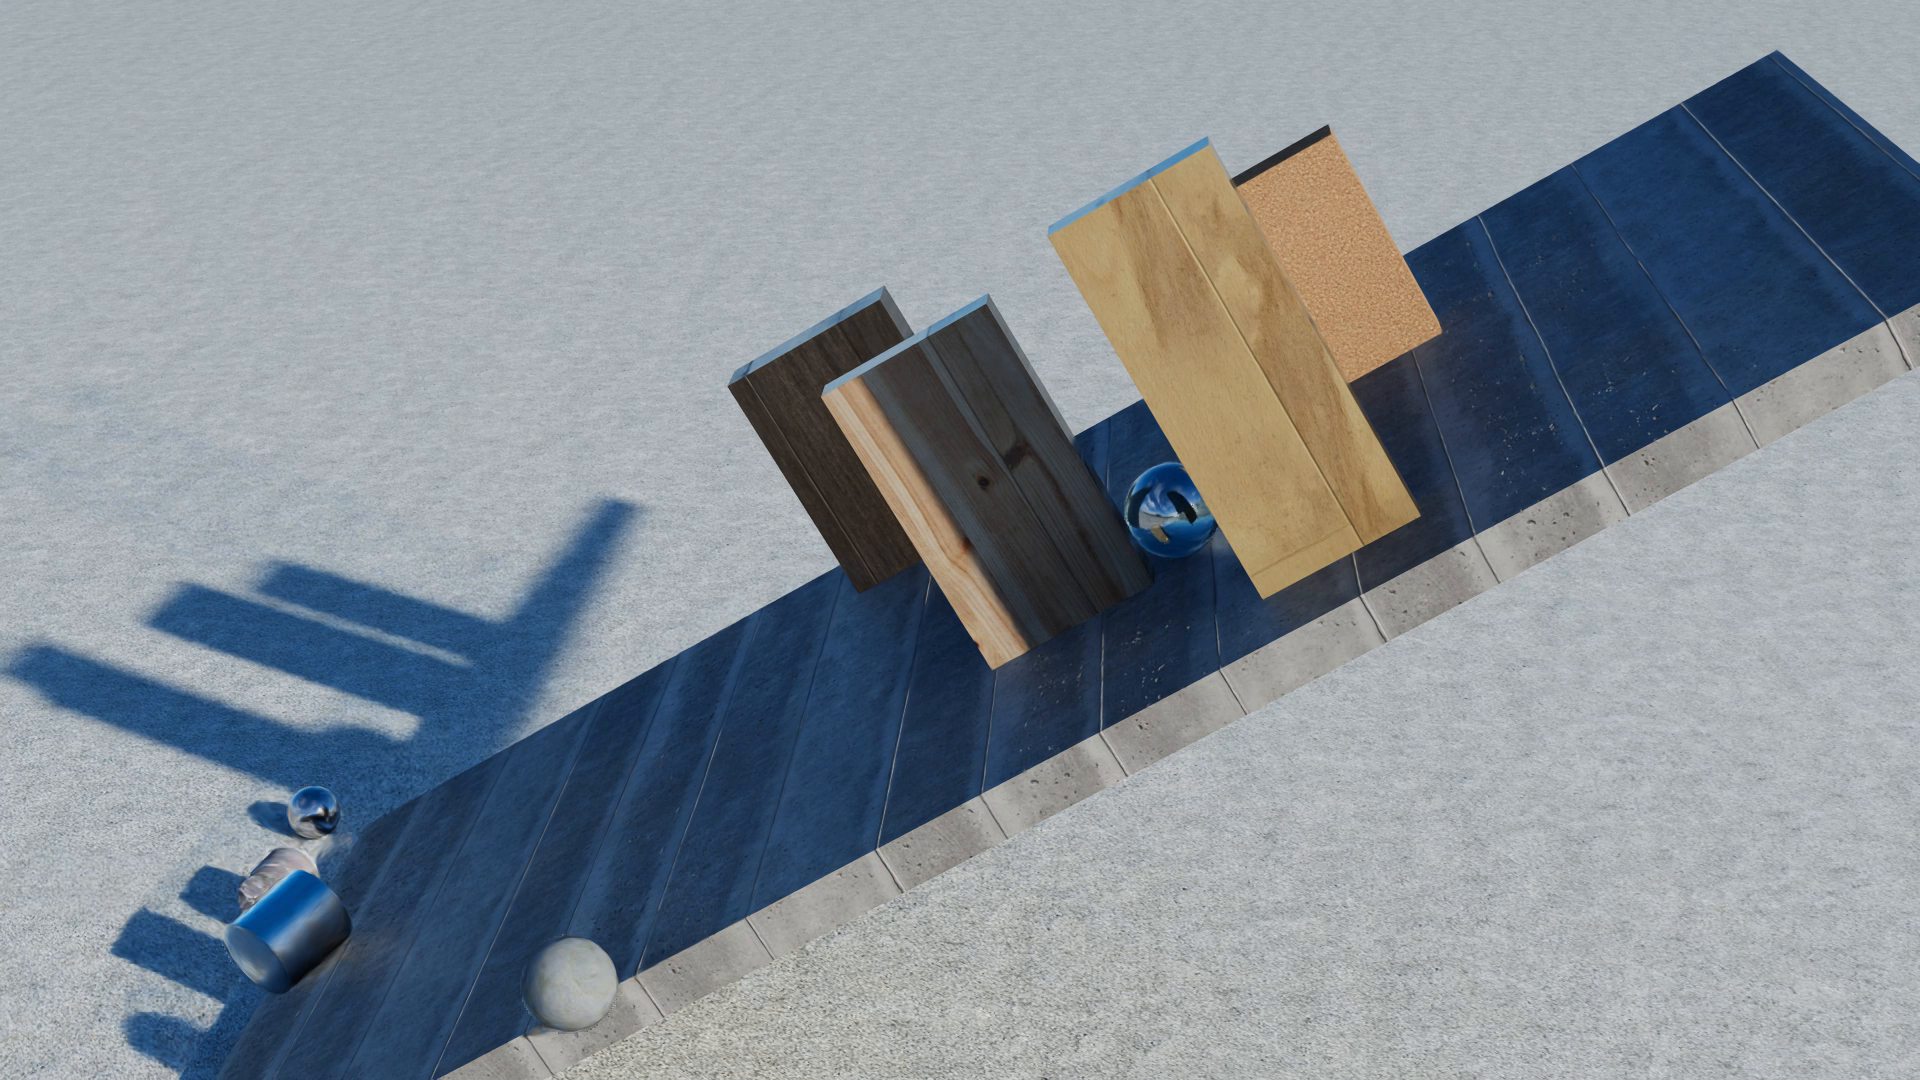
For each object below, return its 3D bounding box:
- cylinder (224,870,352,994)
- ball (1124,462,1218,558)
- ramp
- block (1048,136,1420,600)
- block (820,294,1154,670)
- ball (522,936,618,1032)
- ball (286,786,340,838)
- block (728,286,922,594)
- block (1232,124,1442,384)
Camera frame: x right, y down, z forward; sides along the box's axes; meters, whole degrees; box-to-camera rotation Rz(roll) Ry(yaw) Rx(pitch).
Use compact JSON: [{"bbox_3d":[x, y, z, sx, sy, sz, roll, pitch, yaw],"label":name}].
[{"bbox_3d":[-1.534,0.895,6.714,0.202,0.202,0.202,13,41,34],"label":"cylinder"},{"bbox_3d":[0.425,-0.059,5.873,0.191,0.191,0.191,0,19,0],"label":"ball"},{"bbox_3d":[0.142,0.168,6.286,4.000,0.100,2.000,-29,15,12],"label":"ramp"},{"bbox_3d":[0.500,-0.305,5.333,0.328,0.789,0.085,-29,15,12],"label":"block"},{"bbox_3d":[0.060,-0.111,5.850,0.377,0.660,0.084,-29,15,12],"label":"block"},{"bbox_3d":[-0.720,0.821,5.437,0.175,0.175,0.175,0,19,0],"label":"ball"},{"bbox_3d":[-1.705,0.718,7.759,0.140,0.140,0.140,0,19,0],"label":"ball"},{"bbox_3d":[-0.208,-0.234,6.940,0.417,0.591,0.135,-29,15,12],"label":"block"},{"bbox_3d":[0.766,-0.587,6.306,0.331,0.495,0.113,-29,15,12],"label":"block"}]
